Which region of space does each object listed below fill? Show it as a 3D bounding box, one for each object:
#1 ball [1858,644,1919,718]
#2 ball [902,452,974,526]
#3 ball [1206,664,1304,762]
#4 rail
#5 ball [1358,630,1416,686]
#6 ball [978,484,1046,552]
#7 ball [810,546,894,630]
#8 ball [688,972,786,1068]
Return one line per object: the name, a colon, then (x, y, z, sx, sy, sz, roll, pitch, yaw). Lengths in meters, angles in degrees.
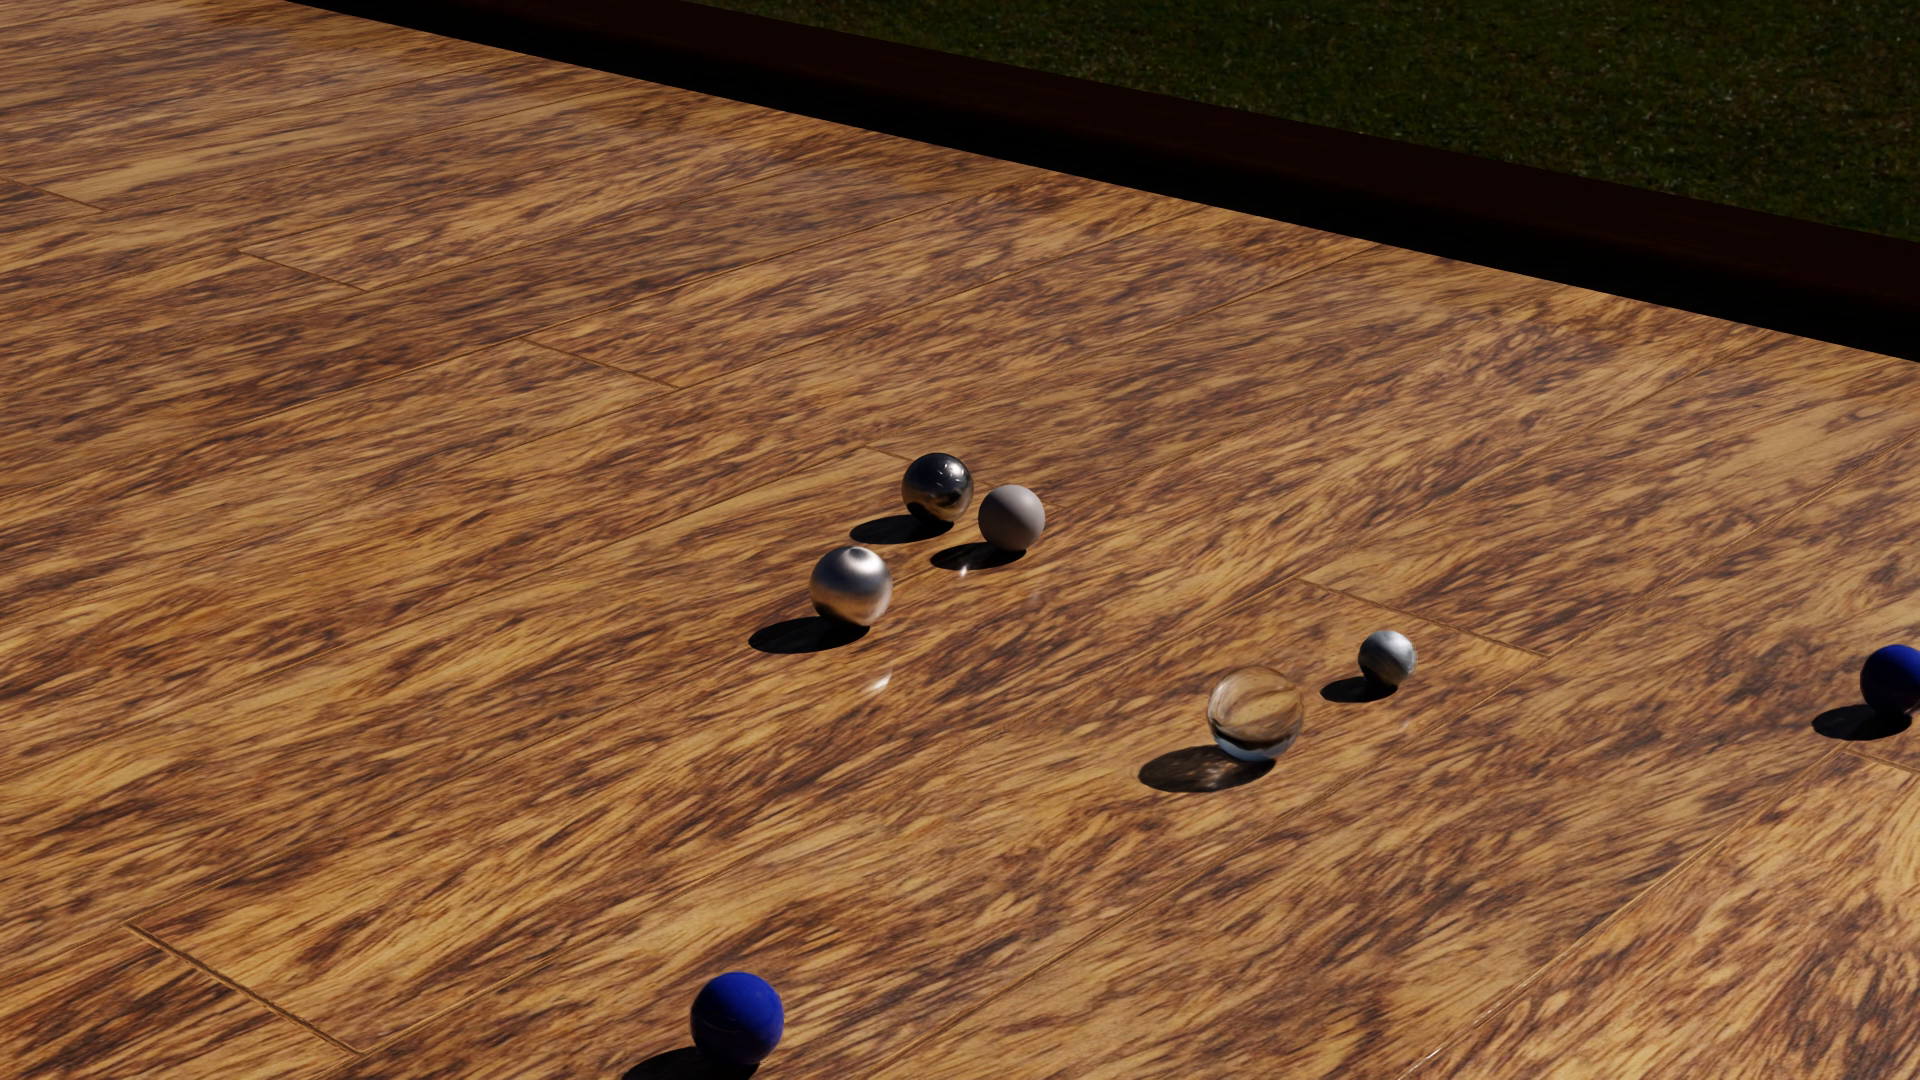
ball: (0.719, 0.109, 2.257, 0.056, 0.056, 0.056, 0, 22, 0)
ball: (-0.020, -0.046, 2.624, 0.065, 0.065, 0.065, 0, 22, 0)
ball: (0.219, 0.129, 2.186, 0.073, 0.073, 0.073, 0, 22, 0)
rail: (-0.070, -0.616, 3.979, 4.369, 0.094, 0.045, 18, 28, 37)
ball: (0.335, 0.093, 2.311, 0.044, 0.044, 0.044, 0, 22, 0)
ball: (0.045, -0.019, 2.566, 0.059, 0.059, 0.059, 0, 22, 0)
ball: (-0.089, 0.039, 2.411, 0.069, 0.069, 0.069, 0, 22, 0)
ball: (-0.136, 0.294, 1.801, 0.059, 0.059, 0.059, 0, 22, 0)
